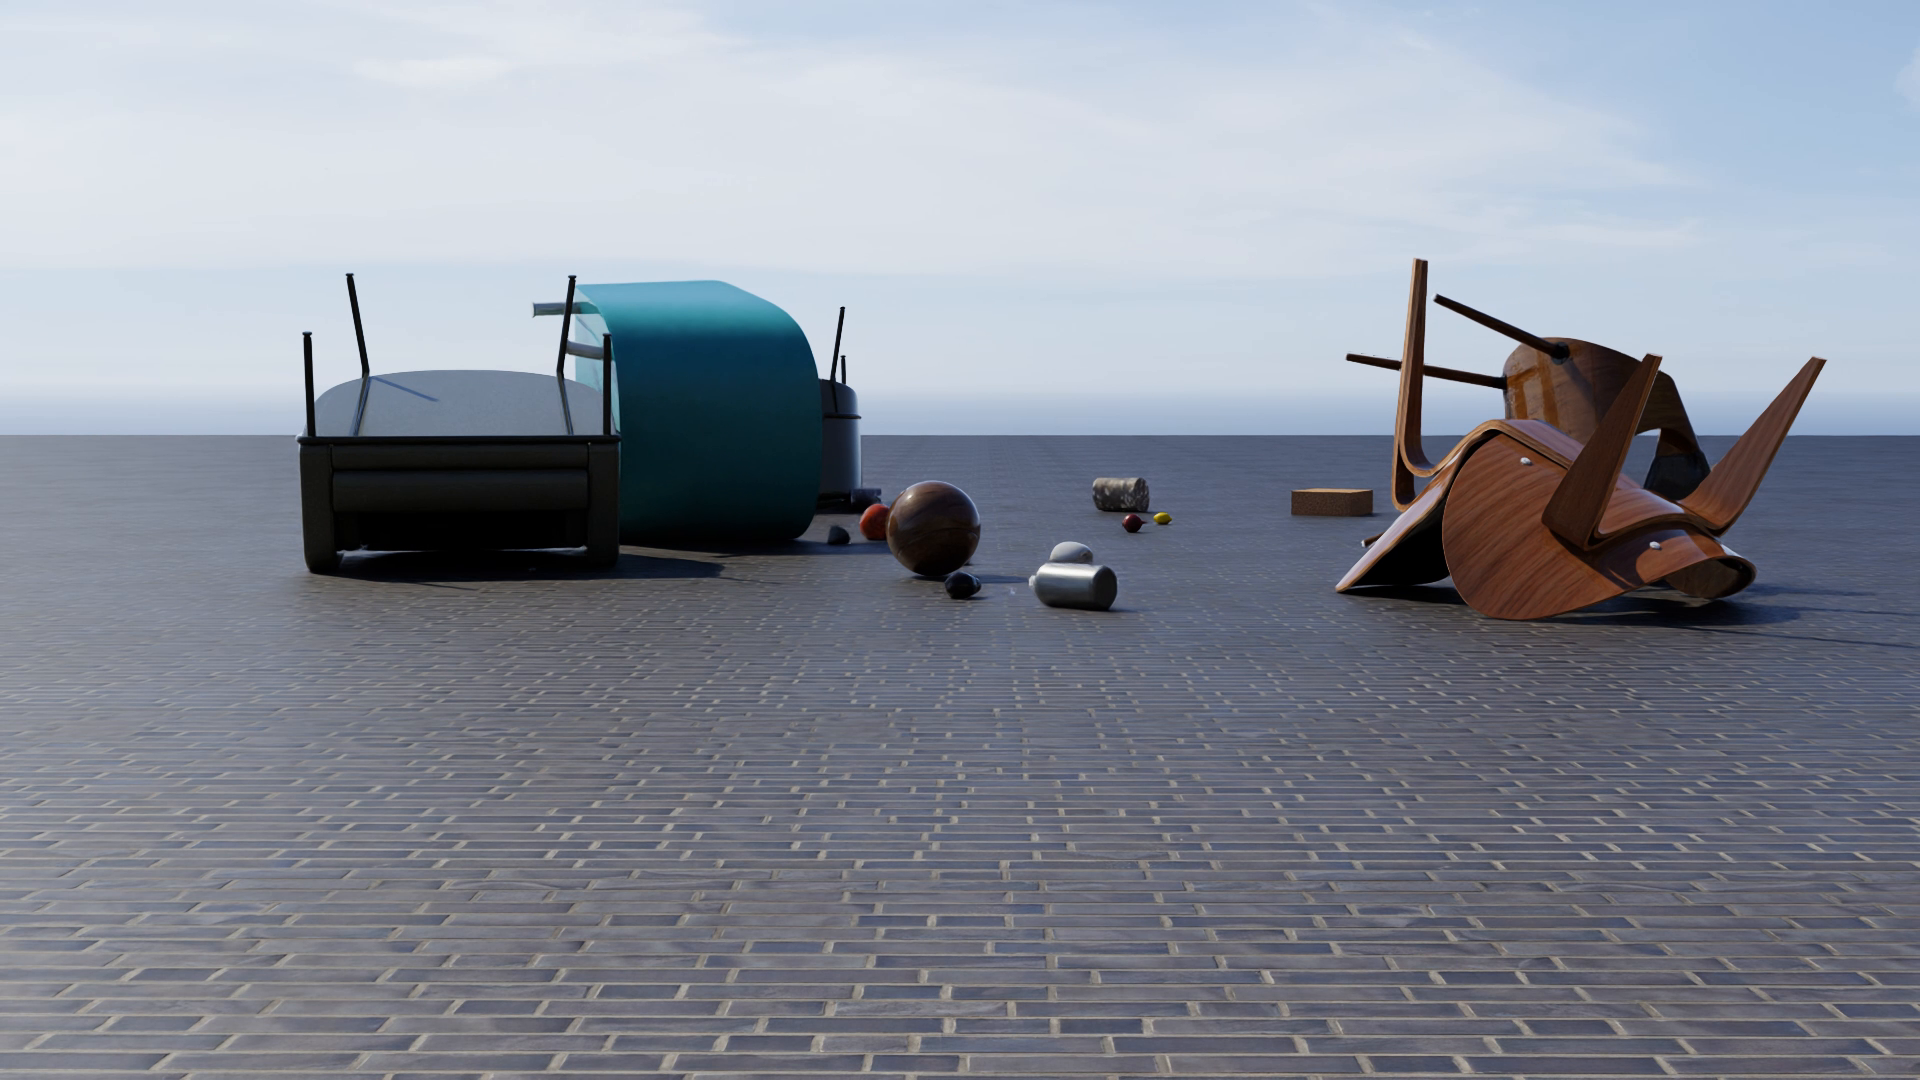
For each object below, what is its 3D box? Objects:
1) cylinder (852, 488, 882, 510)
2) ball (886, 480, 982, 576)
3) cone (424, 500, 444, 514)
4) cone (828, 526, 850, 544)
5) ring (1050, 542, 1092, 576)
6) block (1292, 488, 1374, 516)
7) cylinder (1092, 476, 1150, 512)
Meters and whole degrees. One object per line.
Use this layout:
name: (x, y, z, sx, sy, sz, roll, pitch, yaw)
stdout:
cylinder: (-0.344, -0.147, 8.095, 0.111, 0.080, 0.121, 0, -7, -2)
ball: (-0.064, -0.028, 5.272, 0.230, 0.230, 0.230, 0, 4, 0)
cone: (-1.924, -0.109, 7.965, 0.085, 0.049, 0.086, -3, 19, 13)
cone: (-0.367, -0.002, 6.379, 0.050, 0.062, 0.121, -37, 15, -23)
ring: (0.268, 0.046, 5.273, 0.074, 0.083, 0.121, 13, 12, 28)
block: (1.340, -0.136, 7.913, 0.220, 0.084, 0.229, 2, 5, 31)
cylinder: (0.591, -0.168, 8.071, 0.172, 0.134, 0.113, 3, 44, 34)
